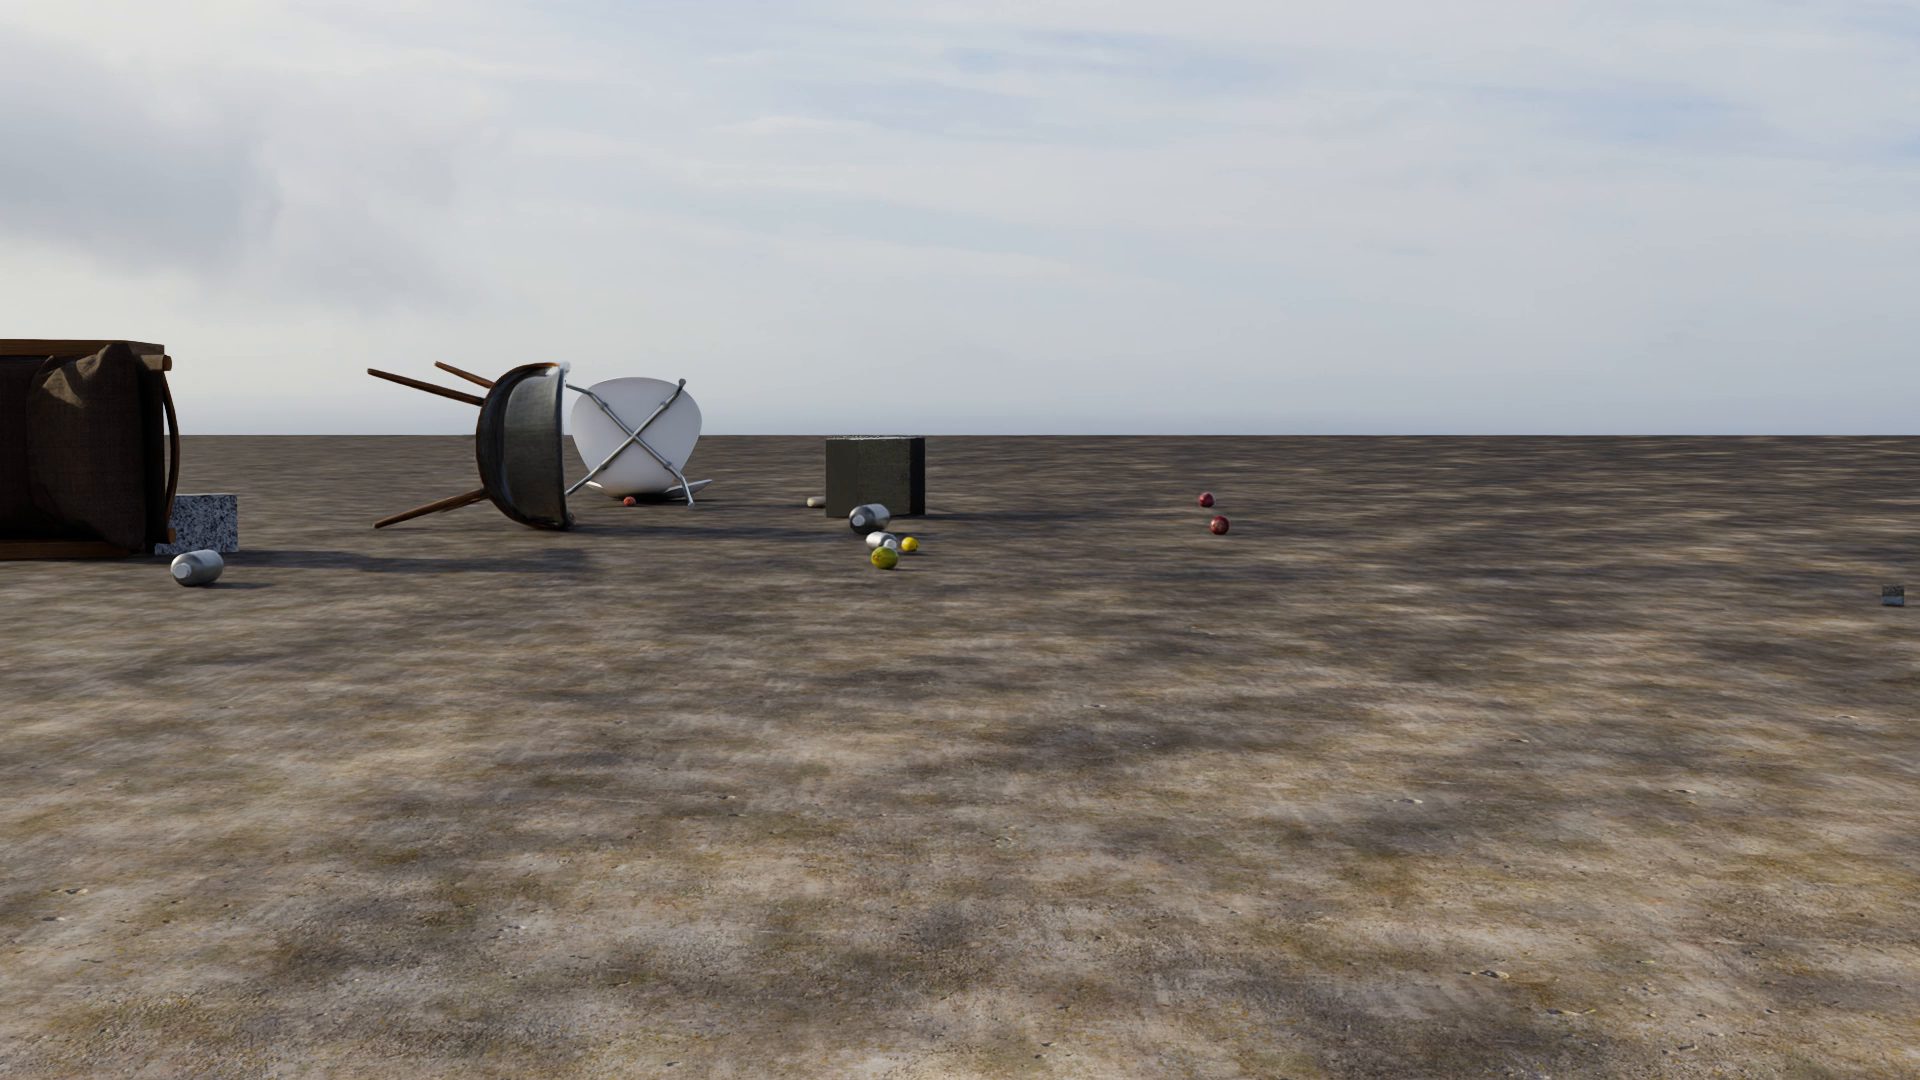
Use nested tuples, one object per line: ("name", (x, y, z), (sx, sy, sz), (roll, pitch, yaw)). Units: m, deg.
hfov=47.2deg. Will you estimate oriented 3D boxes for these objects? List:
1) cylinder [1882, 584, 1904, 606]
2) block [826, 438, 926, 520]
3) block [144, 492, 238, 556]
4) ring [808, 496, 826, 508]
("cylinder", (1.938, 0.114, 4.568), (0.040, 0.043, 0.044), (1, -1, 20))
("block", (-0.296, -0.222, 7.772), (0.150, 0.275, 0.357), (3, 5, 39))
("block", (-2.116, -0.046, 6.052), (0.221, 0.158, 0.117), (-3, 5, -33))
("ring", (-0.538, -0.145, 8.368), (0.085, 0.040, 0.166), (-1, 3, 3))
